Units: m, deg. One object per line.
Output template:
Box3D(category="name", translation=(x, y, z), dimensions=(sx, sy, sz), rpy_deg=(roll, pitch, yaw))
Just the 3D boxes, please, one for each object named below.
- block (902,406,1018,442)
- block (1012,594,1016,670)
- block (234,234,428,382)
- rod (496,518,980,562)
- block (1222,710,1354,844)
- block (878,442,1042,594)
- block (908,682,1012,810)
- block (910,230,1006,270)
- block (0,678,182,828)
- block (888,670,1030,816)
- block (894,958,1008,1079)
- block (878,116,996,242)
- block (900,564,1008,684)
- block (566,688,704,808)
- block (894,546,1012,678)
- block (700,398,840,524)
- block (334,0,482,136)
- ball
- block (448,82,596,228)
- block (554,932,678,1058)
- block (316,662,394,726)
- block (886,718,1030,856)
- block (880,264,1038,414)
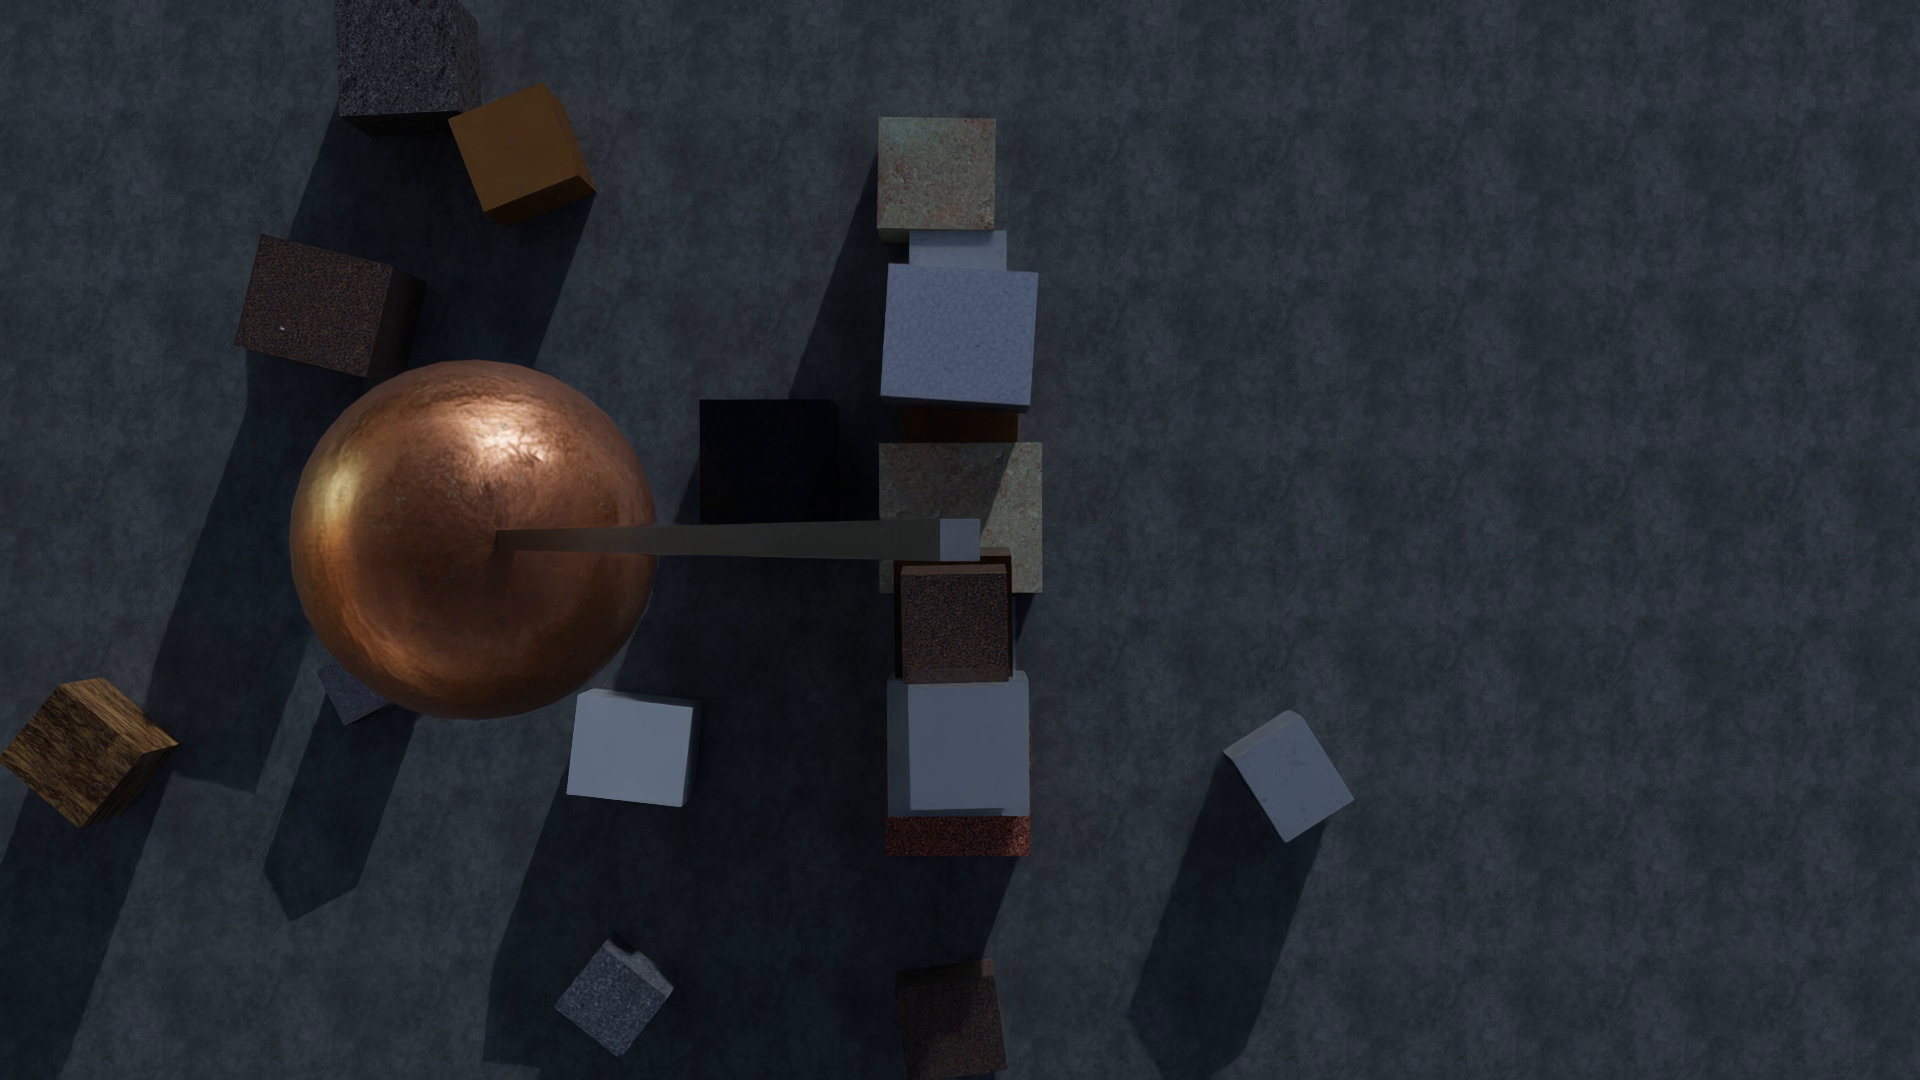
Box3D(category="block", translation=(-0.002, -0.837, 12.692), dimensions=(0.653, 0.616, 0.602), rpy_deg=(0, 90, 0))
Box3D(category="block", translation=(0.017, 0.656, 12.681), dimensions=(0.593, 0.639, 0.680), rpy_deg=(0, 90, 0))
Box3D(category="block", translation=(-3.591, -1.302, 12.609), dimensions=(0.757, 0.782, 0.640), rpy_deg=(14, 90, 0))
Box3D(category="rod", translation=(-0.927, 0.000, 6.561), dimensions=(0.080, 5.200, 0.080), rpy_deg=(0, 90, -21))
Box3D(category="block", translation=(1.895, 1.361, 12.743), dimensions=(0.467, 0.514, 0.561), rpy_deg=(-32, 90, 0))
Box3D(category="block", translation=(0.004, -0.122, 12.528), dimensions=(0.893, 0.943, 0.823), rpy_deg=(0, 90, 0))
Box3D(category="block", translation=(-0.003, 1.018, 11.049), dimensions=(0.493, 0.597, 0.596), rpy_deg=(-1, 90, 0))
Box3D(category="block", translation=(-0.013, -1.448, 12.714), dimensions=(0.550, 0.571, 0.606), rpy_deg=(0, 90, 0))
Box3D(category="block", translation=(-5.011, 1.219, 12.688), dimensions=(0.609, 0.623, 0.552), rpy_deg=(40, 90, 0))
Box3D(category="block", translation=(-0.009, 1.075, 11.746), dimensions=(0.730, 0.797, 0.703), rpy_deg=(0, 90, 0))
Box3D(category="block", translation=(-0.052, 2.780, 12.746), dimensions=(0.570, 0.509, 0.542), rpy_deg=(-8, 90, 0))
Box3D(category="block", translation=(-0.132, -2.068, 12.699), dimensions=(0.660, 0.603, 0.627), rpy_deg=(1, 90, 0))
Box3D(category="block", translation=(-0.027, 0.425, 11.289), dimensions=(0.533, 0.474, 0.551), rpy_deg=(-1, 95, 0))
Box3D(category="block", translation=(-1.873, 1.196, 12.732), dimensions=(0.657, 0.535, 0.568), rpy_deg=(7, 90, 0))
Box3D(category="block", translation=(-0.036, 0.381, 11.794), dimensions=(0.617, 0.539, 0.638), rpy_deg=(-1, 95, 0))
Box3D(category="block", translation=(-1.078, -0.398, 12.596), dimensions=(0.728, 0.807, 0.766), rpy_deg=(0, 90, 0))
Box3D(category="block", translation=(-3.171, -2.726, 12.685), dimensions=(0.668, 0.630, 0.653), rpy_deg=(-3, 90, 0))
Box3D(category="ball", translation=(-2.139, 0.000, 9.737), dimensions=(1.600, 1.600, 1.600), rpy_deg=(0, 90, 0))
Box3D(category="block", translation=(-2.516, -2.211, 12.689), dimensions=(0.573, 0.623, 0.561), rpy_deg=(-21, 90, 0))
Box3D(category="block", translation=(-1.991, 2.636, 12.767), dimensions=(0.480, 0.467, 0.442), rpy_deg=(38, 90, 0))
Box3D(category="block", translation=(-3.414, 0.807, 12.805), dimensions=(0.444, 0.390, 0.355), rpy_deg=(-28, 90, 0))
Box3D(category="block", translation=(-0.010, 1.376, 12.573), dimensions=(0.800, 0.855, 0.741), rpy_deg=(0, 90, 0))
Box3D(category="block", translation=(-0.003, -1.093, 12.037), dimensions=(0.798, 0.694, 0.707), rpy_deg=(4, 90, 0))
